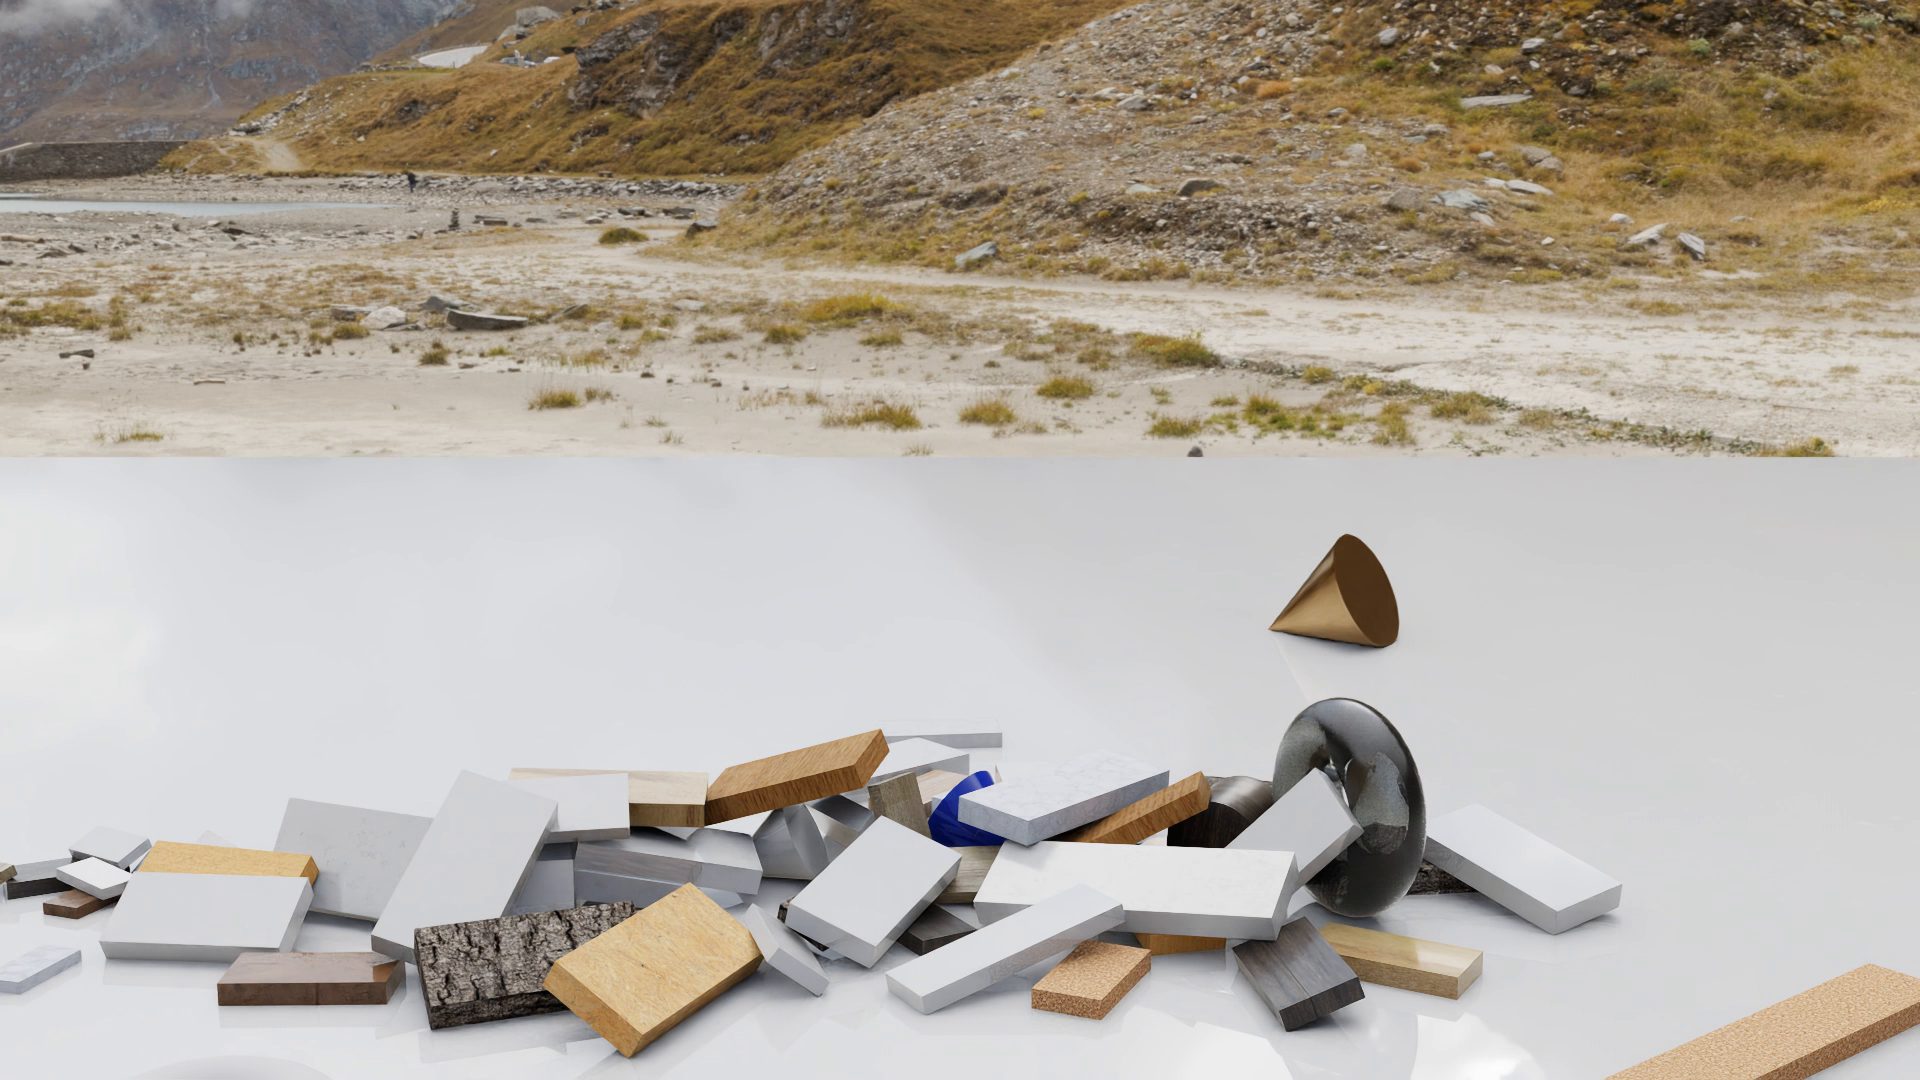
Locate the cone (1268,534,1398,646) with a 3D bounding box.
[{"bbox_3d":[0.897,0.176,5.533,0.296,0.296,0.296,-25,-5,34],"label":"cone"}]

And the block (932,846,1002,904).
[{"bbox_3d":[0.045,0.551,3.631,0.189,0.027,0.094,-4,43,10],"label":"block"}]

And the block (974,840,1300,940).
[{"bbox_3d":[0.275,0.546,3.453,0.487,0.044,0.157,-1,31,24],"label":"block"}]

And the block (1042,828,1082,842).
[{"bbox_3d":[0.200,0.527,3.817,0.165,0.023,0.082,-8,13,-36],"label":"block"}]

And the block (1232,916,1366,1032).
[{"bbox_3d":[0.493,0.633,3.225,0.123,0.035,0.246,-22,13,-4],"label":"block"}]

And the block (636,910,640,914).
[{"bbox_3d":[-0.508,0.618,3.423,0.244,0.035,0.122,-7,13,-33],"label":"block"}]

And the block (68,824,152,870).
[{"bbox_3d":[-1.450,0.525,3.752,0.135,0.019,0.068,7,35,32],"label":"block"}]

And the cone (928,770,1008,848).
[{"bbox_3d":[0.061,0.527,3.779,0.187,0.187,0.187,36,28,25],"label":"cone"}]

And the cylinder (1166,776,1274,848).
[{"bbox_3d":[0.454,0.499,3.712,0.164,0.164,0.164,5,12,25],"label":"cylinder"}]

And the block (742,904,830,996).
[{"bbox_3d":[-0.263,0.615,3.307,0.098,0.028,0.196,38,-2,-19],"label":"block"}]

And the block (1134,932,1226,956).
[{"bbox_3d":[0.320,0.580,3.515,0.126,0.036,0.252,-3,20,-15],"label":"block"}]

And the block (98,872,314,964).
[{"bbox_3d":[-1.166,0.586,3.410,0.284,0.040,0.142,1,39,6],"label":"block"}]

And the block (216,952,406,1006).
[{"bbox_3d":[-0.958,0.649,3.257,0.244,0.035,0.122,0,11,-1],"label":"block"}]

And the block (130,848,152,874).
[{"bbox_3d":[-1.341,0.543,3.681,0.072,0.021,0.145,-54,25,-20],"label":"block"}]

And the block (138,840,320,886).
[{"bbox_3d":[-1.190,0.561,3.524,0.284,0.040,0.142,3,43,15],"label":"block"}]

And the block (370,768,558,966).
[{"bbox_3d":[-0.755,0.512,3.373,0.162,0.046,0.324,18,47,3],"label":"block"}]

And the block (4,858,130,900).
[{"bbox_3d":[-1.513,0.566,3.723,0.193,0.027,0.096,-6,12,-28],"label":"block"}]

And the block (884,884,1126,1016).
[{"bbox_3d":[0.070,0.608,3.286,0.359,0.030,0.108,-20,19,-27],"label":"block"}]

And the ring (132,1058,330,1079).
[{"bbox_3d":[-0.898,0.725,2.635,0.343,0.114,0.343,1,12,0],"label":"ring"}]

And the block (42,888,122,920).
[{"bbox_3d":[-1.432,0.589,3.622,0.069,0.020,0.139,4,11,20],"label":"block"}]

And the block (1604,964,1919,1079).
[{"bbox_3d":[0.973,0.715,2.900,1.065,0.035,0.123,-8,13,-38],"label":"block"}]

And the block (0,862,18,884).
[{"bbox_3d":[-1.644,0.562,3.679,0.135,0.019,0.068,0,23,39],"label":"block"}]

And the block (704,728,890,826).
[{"bbox_3d":[-0.283,0.402,3.724,0.303,0.043,0.152,-16,13,20],"label":"block"}]

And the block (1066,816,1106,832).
[{"bbox_3d":[0.205,0.483,3.927,0.303,0.043,0.152,-8,1,-28],"label":"block"}]

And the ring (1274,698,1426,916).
[{"bbox_3d":[0.628,0.433,3.567,0.119,0.357,0.357,-4,11,-23],"label":"ring"}]

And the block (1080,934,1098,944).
[{"bbox_3d":[0.175,0.608,3.510,0.076,0.022,0.152,0,11,-2],"label":"block"}]

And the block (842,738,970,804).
[{"bbox_3d":[-0.151,0.451,4.296,0.314,0.044,0.157,-9,14,-40],"label":"block"}]

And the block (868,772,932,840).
[{"bbox_3d":[-0.092,0.492,3.684,0.027,0.189,0.095,-15,-1,39],"label":"block"}]

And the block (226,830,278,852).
[{"bbox_3d":[-1.180,0.537,3.732,0.096,0.027,0.193,-7,12,-35],"label":"block"}]

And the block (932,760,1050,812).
[{"bbox_3d":[0.109,0.482,4.127,0.157,0.044,0.314,9,14,40],"label":"block"}]

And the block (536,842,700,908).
[{"bbox_3d":[-0.606,0.532,3.595,0.341,0.048,0.171,11,13,-16],"label":"block"}]

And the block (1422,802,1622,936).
[{"bbox_3d":[0.914,0.539,3.629,0.157,0.044,0.313,-13,27,-33],"label":"block"}]

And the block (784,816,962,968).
[{"bbox_3d":[-0.132,0.549,3.458,0.152,0.043,0.303,24,29,17],"label":"block"}]

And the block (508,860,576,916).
[{"bbox_3d":[-0.727,0.567,3.443,0.244,0.122,0.035,-2,-7,-8],"label":"block"}]

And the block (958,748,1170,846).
[{"bbox_3d":[0.180,0.433,3.737,0.152,0.043,0.378,14,17,40],"label":"block"}]

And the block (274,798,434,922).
[{"bbox_3d":[-0.958,0.524,3.555,0.341,0.171,0.048,4,-20,23],"label":"block"}]

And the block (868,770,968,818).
[{"bbox_3d":[-0.064,0.483,4.158,0.110,0.031,0.220,7,13,34],"label":"block"}]

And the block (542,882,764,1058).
[{"bbox_3d":[-0.434,0.617,3.187,0.162,0.046,0.357,36,22,15],"label":"block"}]

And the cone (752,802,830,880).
[{"bbox_3d":[-0.334,0.537,3.753,0.164,0.164,0.164,-25,7,10],"label":"cone"}]

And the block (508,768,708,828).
[{"bbox_3d":[-0.584,0.425,3.635,0.328,0.040,0.142,2,15,-4],"label":"block"}]

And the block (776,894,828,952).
[{"bbox_3d":[-0.144,0.559,3.511,0.098,0.028,0.327,31,31,28],"label":"block"}]

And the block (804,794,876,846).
[{"bbox_3d":[-0.192,0.493,3.815,0.043,0.152,0.303,-52,31,-14],"label":"block"}]

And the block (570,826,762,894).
[{"bbox_3d":[-0.486,0.511,3.614,0.303,0.043,0.152,11,13,-16],"label":"block"}]

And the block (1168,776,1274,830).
[{"bbox_3d":[0.490,0.502,4.022,0.157,0.044,0.313,3,11,17],"label":"block"}]

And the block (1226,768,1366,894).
[{"bbox_3d":[0.510,0.492,3.486,0.036,0.252,0.126,31,21,-42],"label":"block"}]

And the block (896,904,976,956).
[{"bbox_3d":[-0.065,0.609,3.488,0.098,0.028,0.196,-6,12,-30],"label":"block"}]

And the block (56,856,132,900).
[{"bbox_3d":[-1.429,0.561,3.645,0.135,0.019,0.068,12,17,36],"label":"block"}]

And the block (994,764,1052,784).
[{"bbox_3d":[0.130,0.442,3.851,0.110,0.031,0.220,1,13,-7],"label":"block"}]

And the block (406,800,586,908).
[{"bbox_3d":[-0.773,0.527,3.669,0.341,0.048,0.171,14,12,6],"label":"block"}]

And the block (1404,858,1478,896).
[{"bbox_3d":[0.802,0.554,3.741,0.313,0.044,0.157,-2,11,-8],"label":"block"}]

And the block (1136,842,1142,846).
[{"bbox_3d":[0.271,0.556,3.786,0.223,0.023,0.082,-6,12,-29],"label":"block"}]

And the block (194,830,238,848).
[{"bbox_3d":[-1.227,0.535,3.644,0.145,0.021,0.072,19,56,37],"label":"block"}]

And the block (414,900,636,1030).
[{"bbox_3d":[-0.622,0.620,3.221,0.324,0.046,0.162,-4,34,-21],"label":"block"}]

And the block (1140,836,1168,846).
[{"bbox_3d":[0.332,0.543,3.743,0.076,0.022,0.152,8,14,28],"label":"block"}]

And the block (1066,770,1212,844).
[{"bbox_3d":[0.293,0.467,3.642,0.252,0.036,0.126,-28,3,12],"label":"block"}]

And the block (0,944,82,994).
[{"bbox_3d":[-1.398,0.646,3.312,0.069,0.020,0.139,3,11,16],"label":"block"}]

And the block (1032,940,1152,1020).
[{"bbox_3d":[0.197,0.650,3.261,0.108,0.030,0.215,5,12,24],"label":"block"}]

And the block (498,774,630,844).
[{"bbox_3d":[-0.639,0.432,3.526,0.215,0.030,0.108,-2,47,-8],"label":"block"}]

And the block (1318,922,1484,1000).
[{"bbox_3d":[0.652,0.635,3.329,0.246,0.035,0.123,6,12,30],"label":"block"}]

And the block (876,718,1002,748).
[{"bbox_3d":[-0.044,0.405,4.579,0.251,0.031,0.110,-1,11,-6],"label":"block"}]
